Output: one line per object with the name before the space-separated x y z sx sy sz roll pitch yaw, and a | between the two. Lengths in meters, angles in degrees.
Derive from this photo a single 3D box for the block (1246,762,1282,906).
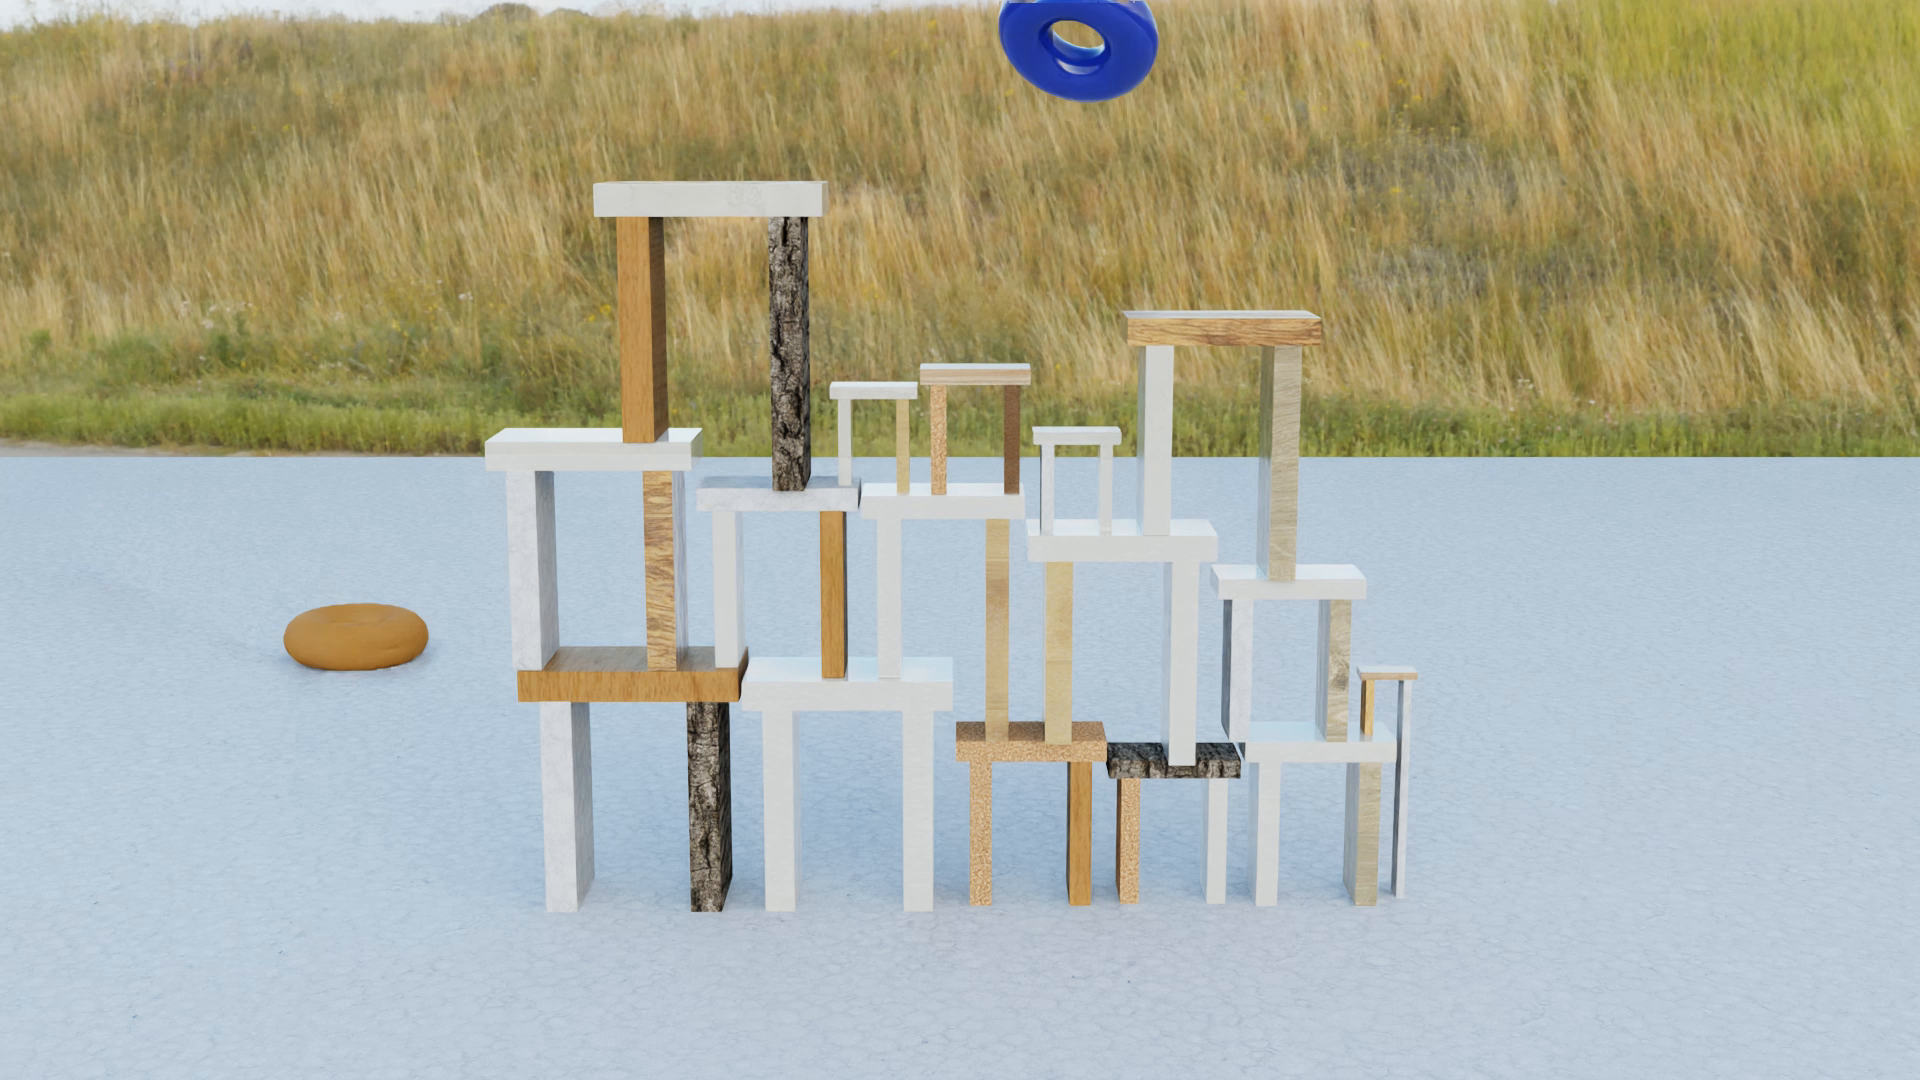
block | 0.503 0.470 3.647 0.035 0.245 0.122 0 11 0

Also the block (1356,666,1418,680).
block | 0.700 0.218 3.603 0.092 0.013 0.046 0 11 0

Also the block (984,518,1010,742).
block | 0.060 0.135 3.588 0.037 0.366 0.130 0 11 0

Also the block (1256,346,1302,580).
block | 0.511 -0.133 3.532 0.043 0.374 0.150 0 11 0

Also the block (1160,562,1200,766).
block | 0.358 0.186 3.591 0.042 0.335 0.150 0 11 0

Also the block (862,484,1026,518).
block | -0.027 -0.063 3.551 0.260 0.037 0.130 0 11 0

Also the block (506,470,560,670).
block | -0.692 0.035 3.566 0.046 0.323 0.162 0 11 0

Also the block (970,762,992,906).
block | 0.034 0.469 3.650 0.035 0.245 0.122 0 11 0

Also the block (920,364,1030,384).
block | 0.024 -0.265 3.513 0.175 0.025 0.087 0 11 0

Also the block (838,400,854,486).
block | -0.184 -0.162 3.532 0.020 0.139 0.069 0 11 0

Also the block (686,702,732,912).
block | -0.413 0.417 3.637 0.050 0.353 0.176 0 11 0

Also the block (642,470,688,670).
block | -0.476 0.035 3.566 0.046 0.323 0.162 0 11 0

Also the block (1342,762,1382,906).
block | 0.666 0.470 3.647 0.035 0.245 0.122 0 11 0

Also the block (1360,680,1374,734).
block | 0.669 0.269 3.613 0.013 0.092 0.046 0 11 0

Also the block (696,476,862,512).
block | -0.290 -0.075 3.547 0.256 0.036 0.128 0 11 0

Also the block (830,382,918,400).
block | -0.137 -0.239 3.518 0.139 0.020 0.069 0 11 0

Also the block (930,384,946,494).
block | -0.034 -0.167 3.530 0.025 0.175 0.087 0 11 0

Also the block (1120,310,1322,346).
block | 0.411 -0.337 3.494 0.301 0.043 0.150 0 11 0

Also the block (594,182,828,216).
block | -0.387 -0.537 3.459 0.350 0.050 0.175 0 11 0

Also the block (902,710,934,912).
block | -0.068 0.424 3.638 0.048 0.338 0.169 0 11 0

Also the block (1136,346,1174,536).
block | 0.311 -0.168 3.525 0.043 0.301 0.150 0 11 0

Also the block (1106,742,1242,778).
block | 0.350 0.364 3.632 0.214 0.030 0.107 0 11 0

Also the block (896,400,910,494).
block | -0.091 -0.156 3.534 0.020 0.151 0.069 0 11 0

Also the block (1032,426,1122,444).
block | 0.186 -0.167 3.525 0.140 0.020 0.070 0 11 0

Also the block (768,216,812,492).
block | -0.270 -0.303 3.503 0.050 0.427 0.175 0 11 0

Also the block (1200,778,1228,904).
block | 0.422 0.484 3.654 0.030 0.214 0.107 0 11 0

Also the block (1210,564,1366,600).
block | 0.531 0.068 3.568 0.236 0.033 0.118 0 11 0

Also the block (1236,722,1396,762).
block | 0.585 0.332 3.621 0.245 0.035 0.122 0 11 0

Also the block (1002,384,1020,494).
block | 0.083 -0.167 3.531 0.025 0.175 0.087 0 11 0

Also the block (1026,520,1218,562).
block | 0.258 0.000 3.556 0.300 0.042 0.150 0 11 0

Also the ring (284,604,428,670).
ring | -1.452 0.232 5.292 0.337 0.112 0.337 1 11 0

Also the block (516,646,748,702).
block | -0.531 0.219 3.600 0.353 0.050 0.176 0 11 0

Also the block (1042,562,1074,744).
block | 0.158 0.168 3.588 0.042 0.300 0.150 0 11 0

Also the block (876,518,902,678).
block | -0.114 0.083 3.578 0.037 0.260 0.130 0 11 0

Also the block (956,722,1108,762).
block | 0.116 0.332 3.624 0.245 0.035 0.122 0 11 0

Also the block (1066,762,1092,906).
block | 0.197 0.469 3.650 0.035 0.245 0.122 0 11 0

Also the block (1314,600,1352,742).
block | 0.609 0.200 3.593 0.033 0.236 0.118 0 11 0

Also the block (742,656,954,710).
block | -0.180 0.235 3.603 0.338 0.048 0.169 0 11 0

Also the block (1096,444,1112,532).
block | 0.233 -0.089 3.539 0.020 0.140 0.070 0 11 0

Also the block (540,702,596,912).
block | -0.648 0.417 3.637 0.050 0.353 0.176 0 11 0

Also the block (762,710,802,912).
block | -0.293 0.424 3.638 0.048 0.338 0.169 0 11 0

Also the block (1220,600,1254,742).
block | 0.452 0.200 3.593 0.033 0.236 0.118 0 11 0

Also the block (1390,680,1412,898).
block | 0.730 0.407 3.638 0.013 0.371 0.046 0 11 0

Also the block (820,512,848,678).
block | -0.204 0.077 3.575 0.036 0.273 0.128 0 11 0

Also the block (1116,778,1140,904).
block | 0.279 0.484 3.654 0.030 0.214 0.107 0 11 0

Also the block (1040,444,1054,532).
block | 0.140 -0.089 3.539 0.020 0.140 0.070 0 11 0

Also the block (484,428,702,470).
block | -0.584 -0.146 3.532 0.323 0.046 0.162 0 11 0

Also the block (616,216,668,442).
block | -0.503 -0.341 3.496 0.050 0.350 0.175 0 11 0

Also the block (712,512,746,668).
block | -0.375 0.068 3.573 0.036 0.256 0.128 0 11 0

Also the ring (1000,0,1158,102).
ring | 0.302 -1.294 5.627 0.420 0.420 0.140 4 56 21
